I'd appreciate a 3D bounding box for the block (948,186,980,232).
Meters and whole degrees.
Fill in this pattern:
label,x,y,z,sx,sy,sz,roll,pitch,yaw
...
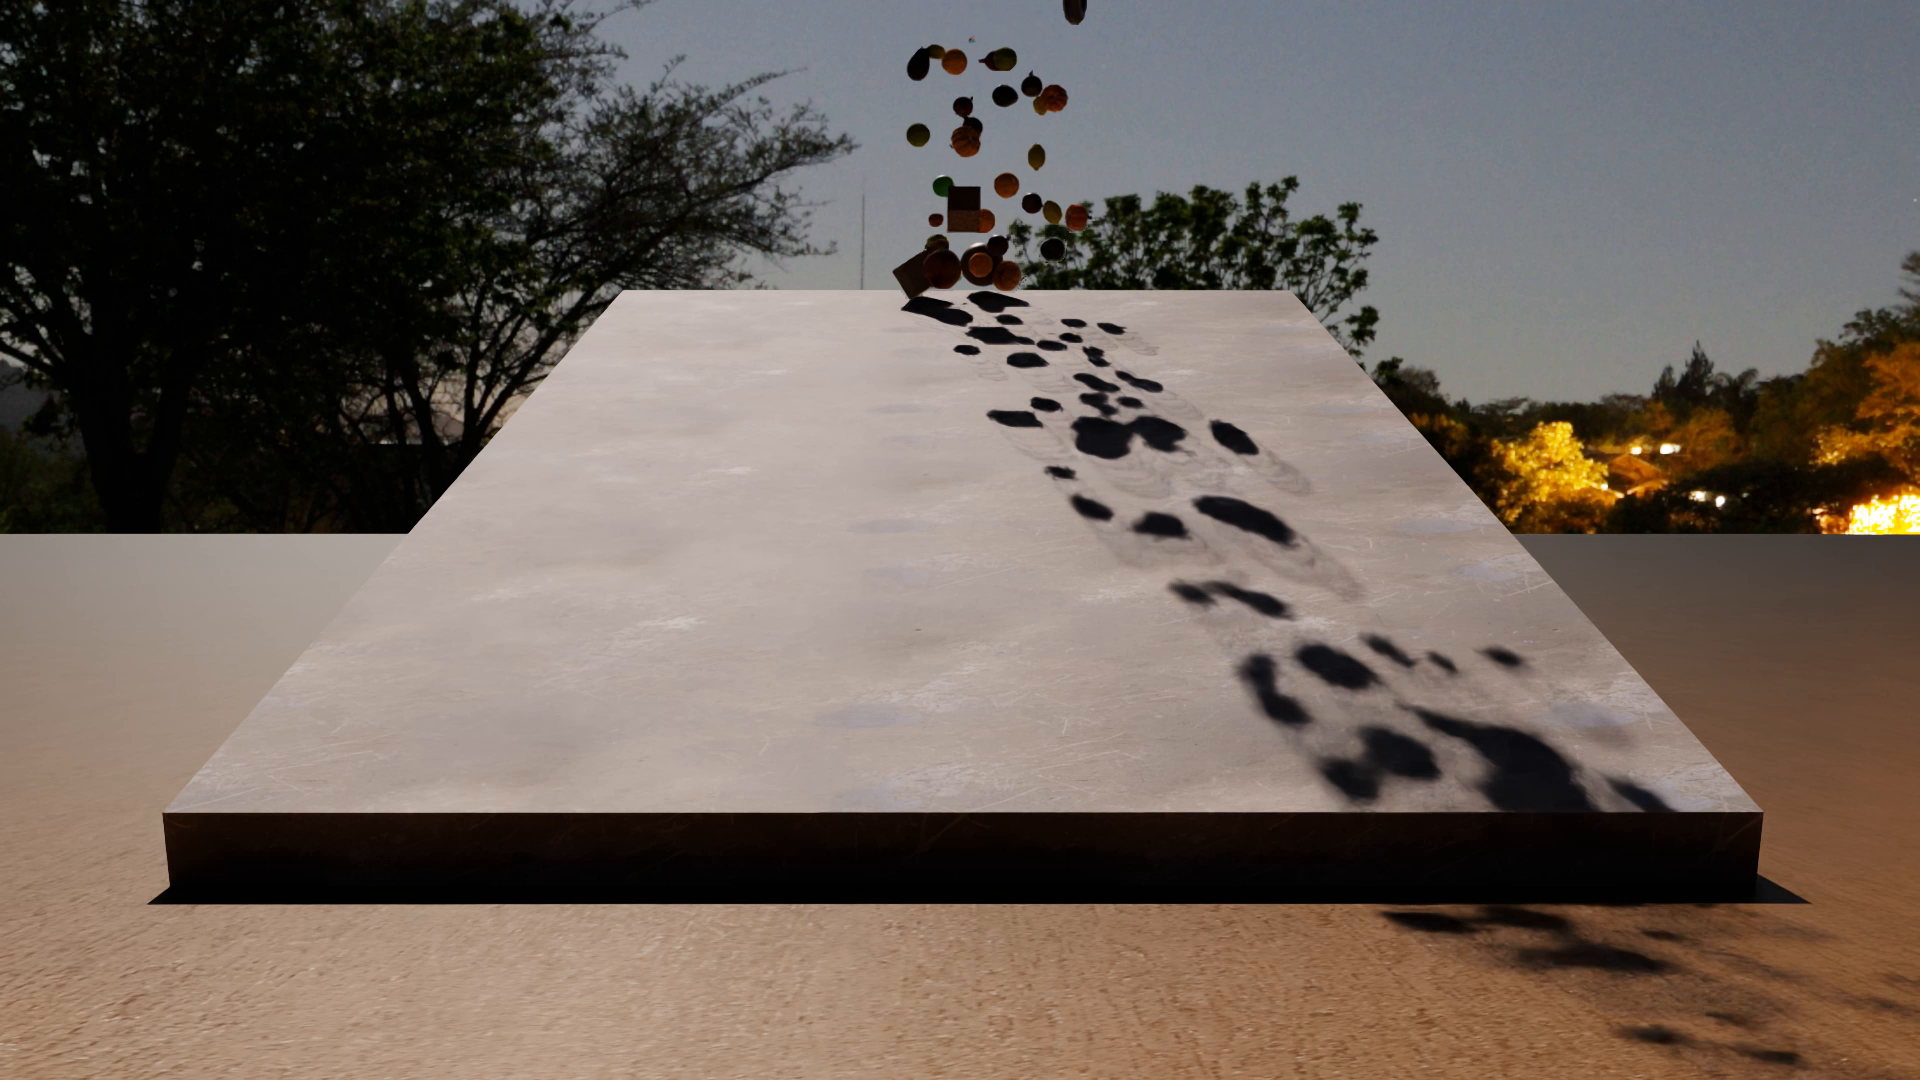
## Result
label,x,y,z,sx,sy,sz,roll,pitch,yaw
block,0.011,-0.952,6.341,0.092,0.092,0.092,0,-33,-1

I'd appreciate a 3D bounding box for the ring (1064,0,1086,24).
label,x,y,z,sx,sy,sz,roll,pitch,yaw
ring,0.323,-1.516,6.170,0.047,0.141,0.141,4,1,15

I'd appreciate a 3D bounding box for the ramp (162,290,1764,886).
label,x,y,z,sx,sy,sz,roll,pitch,yaw
ramp,-0.002,-0.156,4.690,2.000,0.100,4.000,0,16,0

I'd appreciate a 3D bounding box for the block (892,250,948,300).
label,x,y,z,sx,sy,sz,roll,pitch,yaw
block,-0.117,-0.777,6.446,0.099,0.099,0.099,-30,4,24

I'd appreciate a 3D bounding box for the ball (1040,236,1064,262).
label,x,y,z,sx,sy,sz,roll,pitch,yaw
ball,0.266,-0.836,6.334,0.070,0.070,0.070,0,0,0

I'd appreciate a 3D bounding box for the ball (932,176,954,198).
label,x,y,z,sx,sy,sz,roll,pitch,yaw
ball,-0.048,-1.034,6.437,0.063,0.063,0.063,0,0,0
